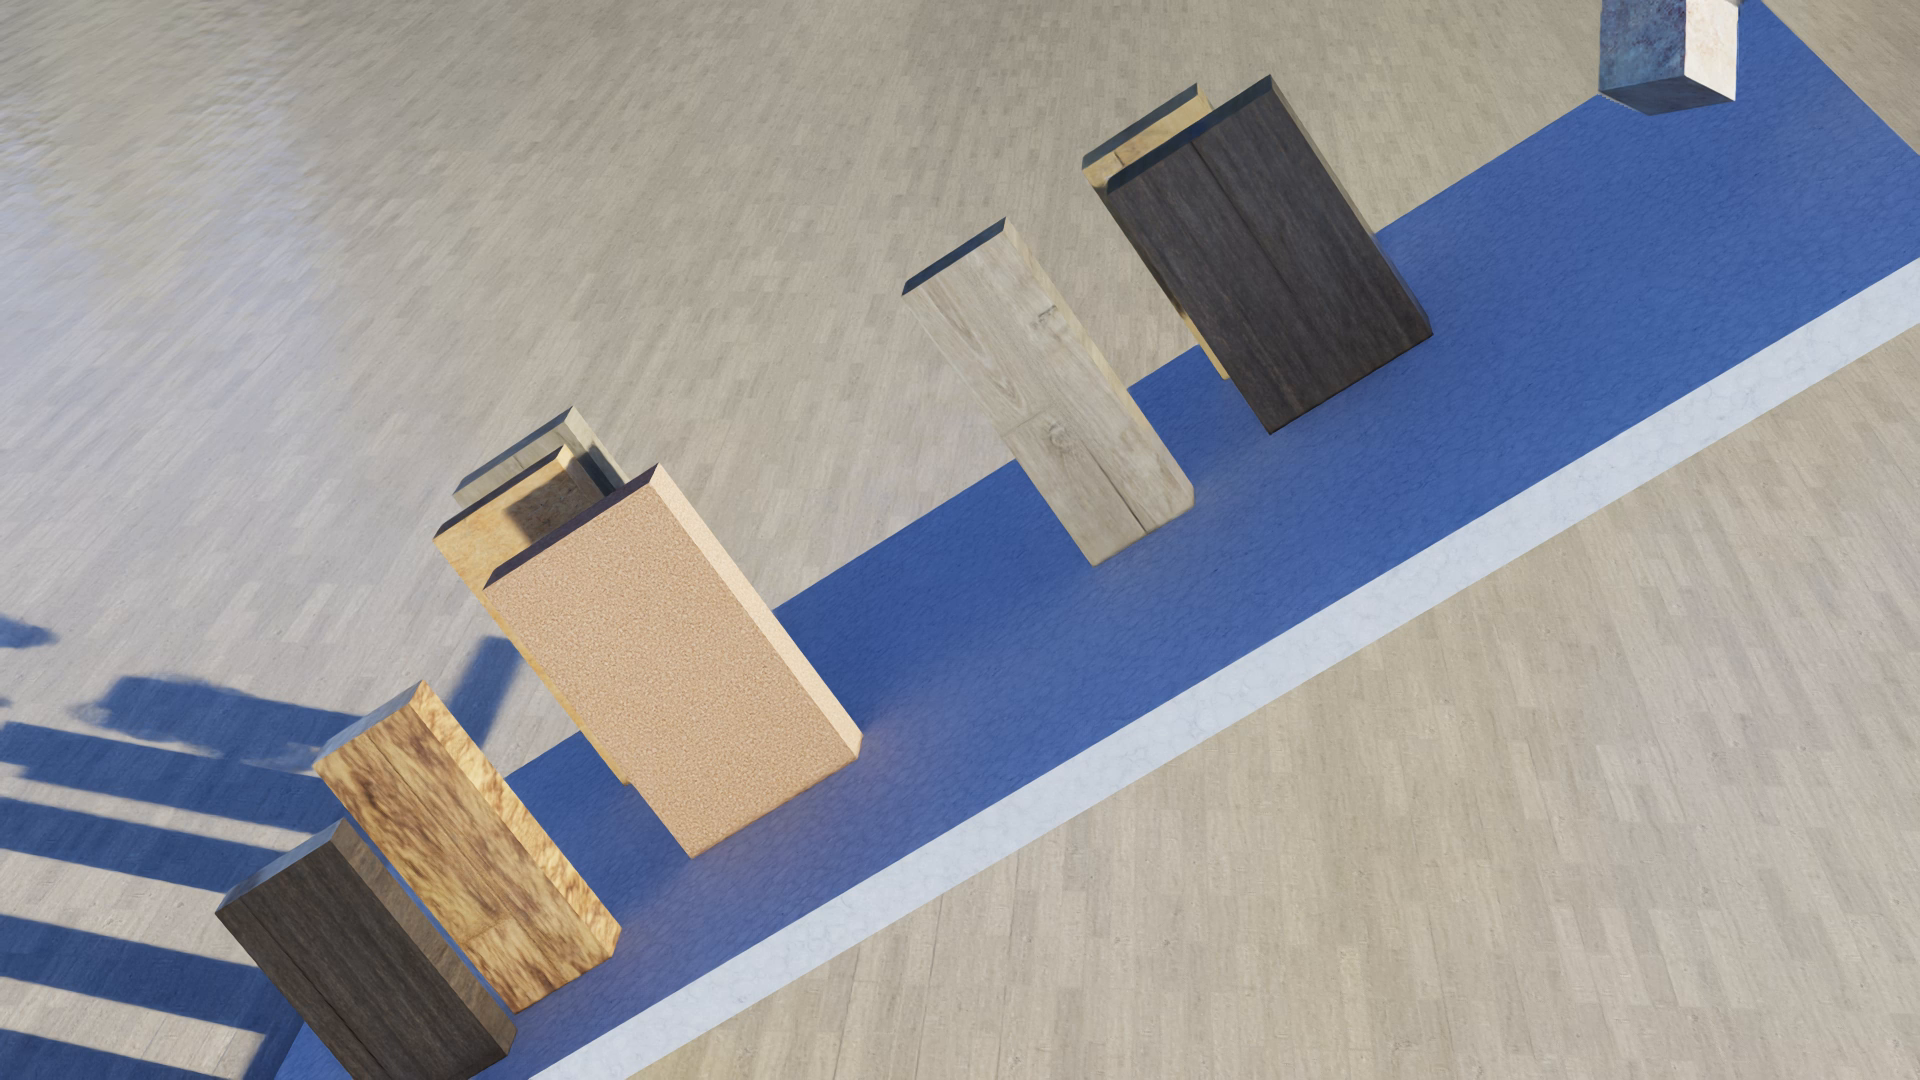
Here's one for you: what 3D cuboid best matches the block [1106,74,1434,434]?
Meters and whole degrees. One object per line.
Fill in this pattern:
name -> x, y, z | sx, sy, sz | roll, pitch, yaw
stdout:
block -> 0.644, -0.589, 6.109 | 0.399, 0.619, 0.140 | -32, 16, 15

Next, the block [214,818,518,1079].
block -> -1.171, 0.855, 5.818 | 0.295, 0.564, 0.101 | -32, 16, 15

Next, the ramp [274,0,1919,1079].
ramp -> 0.137, 0.173, 6.302 | 4.000, 0.100, 2.000 | -32, 16, 15

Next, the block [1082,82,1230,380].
block -> 0.567, -0.695, 6.654 | 0.308, 0.587, 0.136 | -32, 16, 15

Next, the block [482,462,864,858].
block -> -0.585, 0.255, 6.046 | 0.427, 0.721, 0.119 | -32, 16, 15

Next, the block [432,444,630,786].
block -> -0.844, 0.179, 6.800 | 0.360, 0.739, 0.102 | -32, 16, 15

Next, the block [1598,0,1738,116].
block -> 1.408, -0.975, 5.845 | 0.192, 0.192, 0.192 | -4, -12, 44

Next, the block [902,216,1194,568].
block -> 0.187, -0.301, 6.073 | 0.251, 0.705, 0.115 | -32, 16, 15

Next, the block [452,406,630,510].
block -> -0.896, 0.060, 7.314 | 0.349, 0.715, 0.122 | -32, 16, 15

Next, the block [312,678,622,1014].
block -> -0.988, 0.622, 5.926 | 0.248, 0.666, 0.120 | -32, 16, 15
